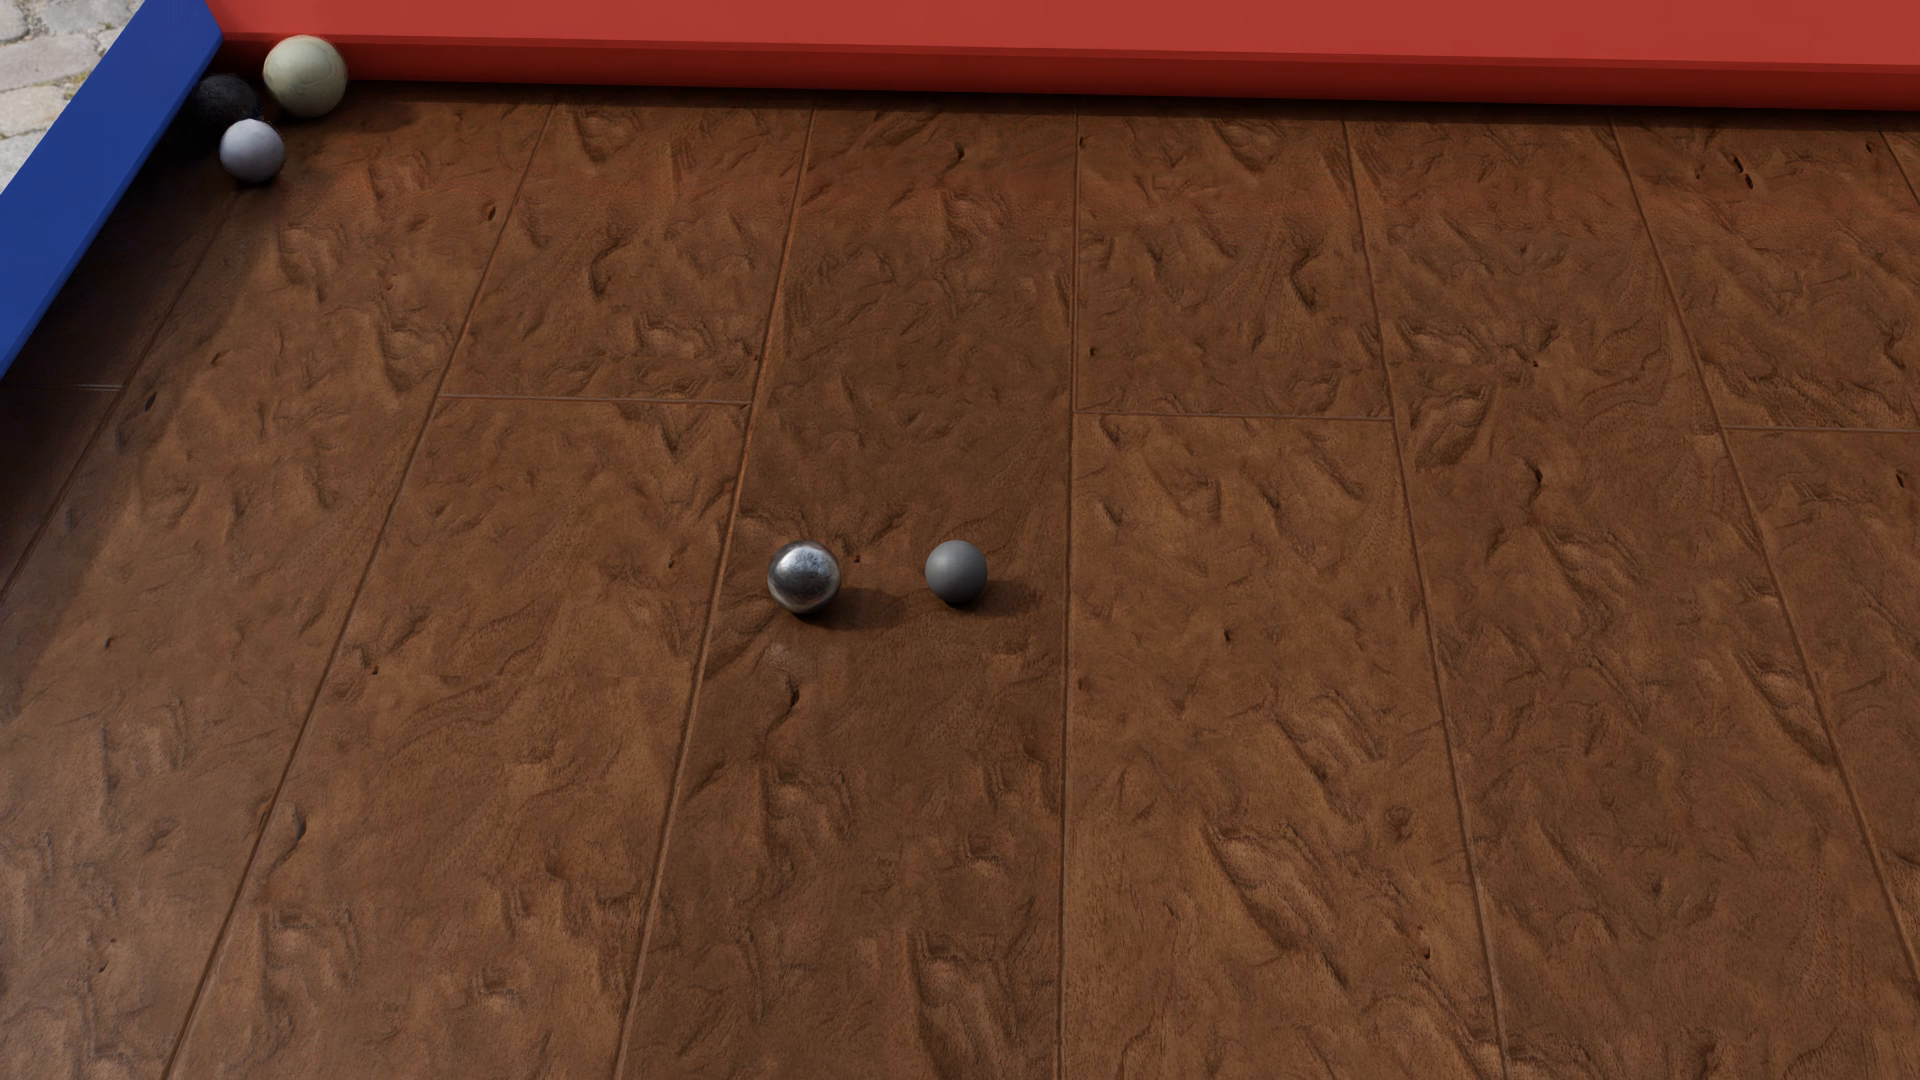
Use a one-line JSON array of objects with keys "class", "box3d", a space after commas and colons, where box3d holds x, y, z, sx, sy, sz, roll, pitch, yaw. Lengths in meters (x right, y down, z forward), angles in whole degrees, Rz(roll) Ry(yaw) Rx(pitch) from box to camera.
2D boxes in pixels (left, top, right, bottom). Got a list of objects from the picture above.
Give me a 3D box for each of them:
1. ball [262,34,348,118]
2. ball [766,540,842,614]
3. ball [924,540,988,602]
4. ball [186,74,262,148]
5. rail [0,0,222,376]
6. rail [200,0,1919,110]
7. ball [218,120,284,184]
[{"class": "ball", "box3d": [-0.614, -0.434, 2.404, 0.077, 0.077, 0.077, 0, 35, 0]}, {"class": "ball", "box3d": [-0.108, 0.026, 1.780, 0.052, 0.052, 0.052, 0, 35, 0]}, {"class": "ball", "box3d": [-0.003, 0.022, 1.792, 0.044, 0.044, 0.044, 0, 35, 0]}, {"class": "ball", "box3d": [-0.677, -0.394, 2.356, 0.067, 0.067, 0.067, 0, 35, 0]}, {"class": "rail", "box3d": [-0.752, -0.048, 1.820, 0.045, 0.123, 1.568, 2, 35, 2]}, {"class": "rail", "box3d": [0.810, -0.448, 2.382, 3.104, 0.123, 0.045, 2, 35, 2]}, {"class": "ball", "box3d": [-0.636, -0.349, 2.302, 0.057, 0.057, 0.057, 0, 35, 0]}]
